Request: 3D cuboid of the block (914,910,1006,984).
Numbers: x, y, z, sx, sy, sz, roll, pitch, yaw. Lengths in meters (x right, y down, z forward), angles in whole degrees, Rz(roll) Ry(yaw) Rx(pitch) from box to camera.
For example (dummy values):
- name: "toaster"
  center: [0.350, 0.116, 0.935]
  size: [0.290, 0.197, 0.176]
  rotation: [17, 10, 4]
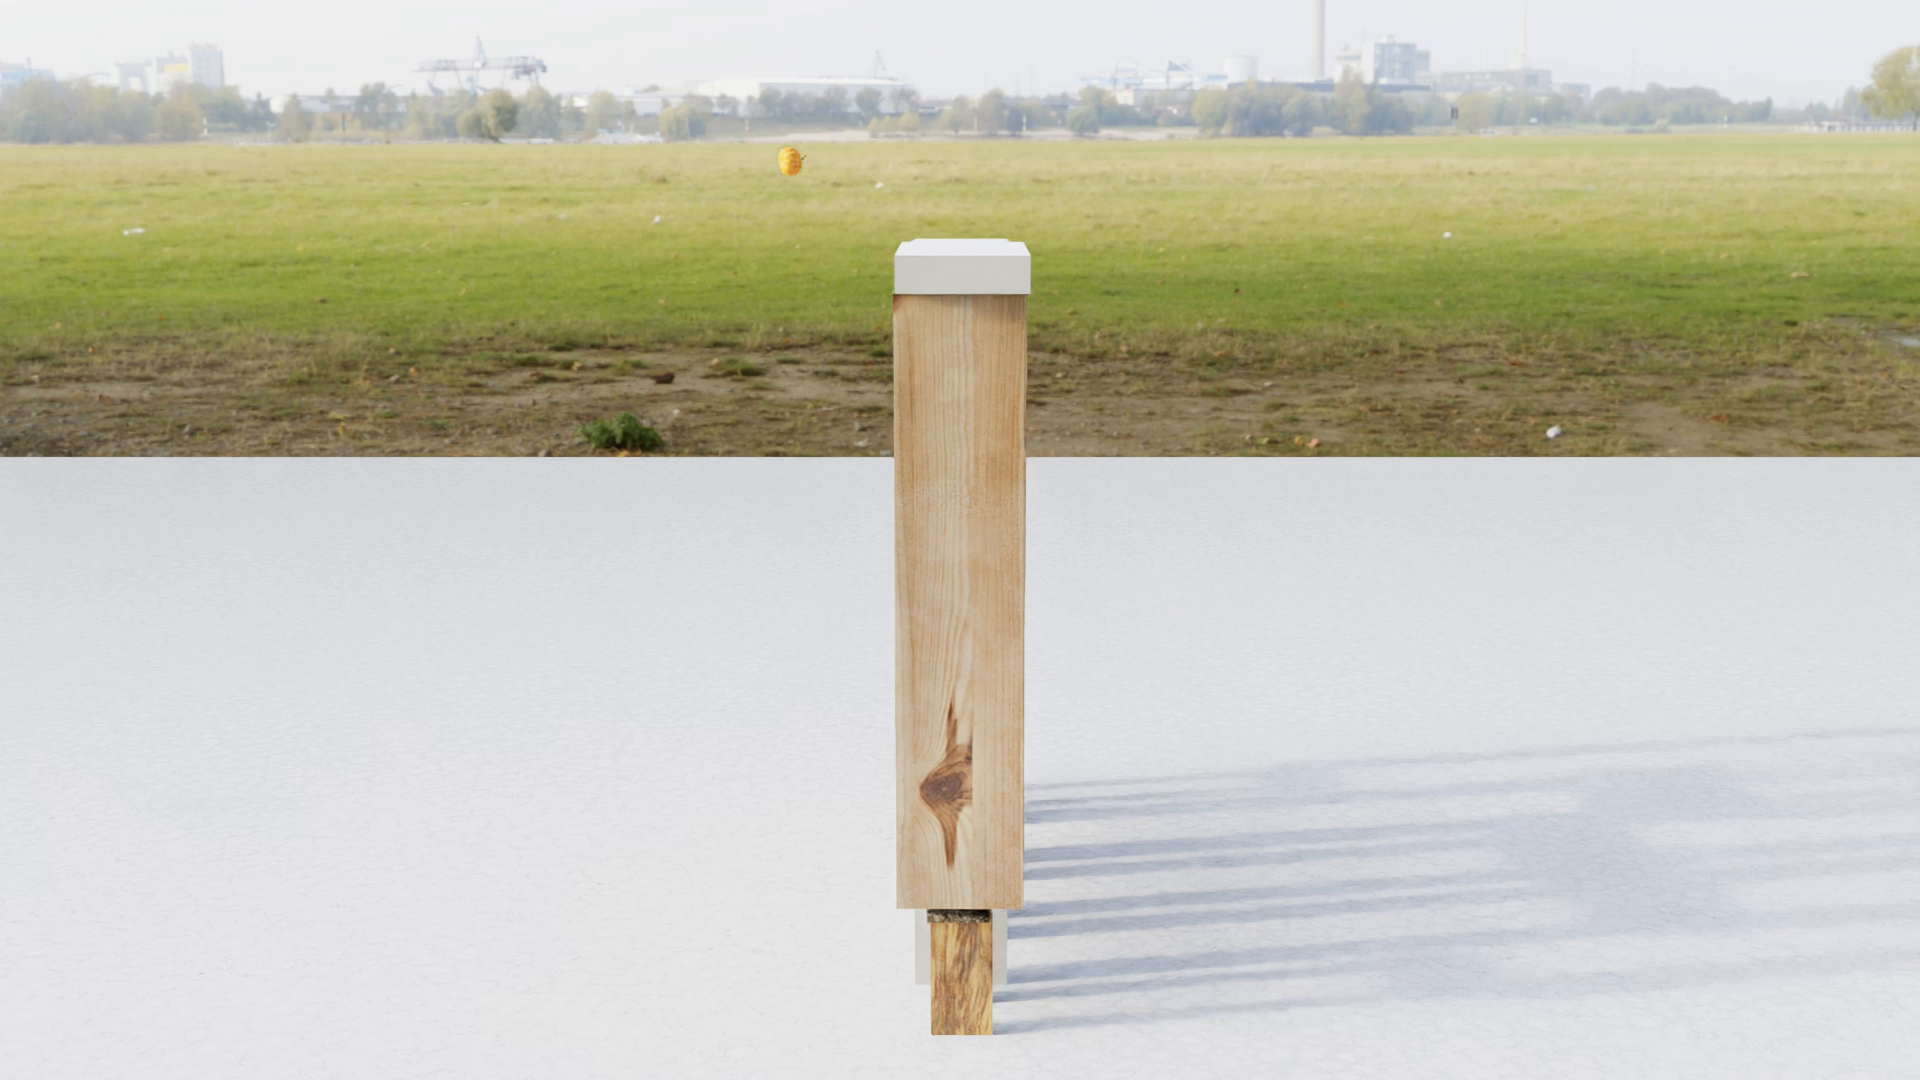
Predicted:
- name: "block"
  center: [0.001, 0.525, 3.272]
  size: [0.137, 0.274, 0.039]
  rotation: [0, 11, 0]

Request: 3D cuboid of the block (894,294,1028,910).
- name: "block"
  center: [0.000, 0.088, 2.974]
  size: [0.175, 0.846, 0.050]
  rotation: [0, 11, 0]

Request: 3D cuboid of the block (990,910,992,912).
- name: "block"
  center: [0.003, 0.589, 3.203]
  size: [0.086, 0.173, 0.024]
  rotation: [0, 11, 0]

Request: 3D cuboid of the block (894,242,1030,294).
- name: "block"
  center: [0.004, -0.374, 3.007]
  size: [0.175, 0.050, 0.350]
  rotation: [0, 11, 0]

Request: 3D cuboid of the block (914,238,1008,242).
- name: "block"
  center: [0.001, -0.471, 3.668]
  size: [0.162, 0.046, 0.323]
  rotation: [0, 11, 0]

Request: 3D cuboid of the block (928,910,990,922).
- name: "block"
  center: [-0.003, 0.502, 3.128]
  size: [0.086, 0.024, 0.173]
  rotation: [0, 11, -1]

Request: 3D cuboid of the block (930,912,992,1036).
- name: "block"
  center: [0.002, 0.610, 3.090]
  size: [0.086, 0.173, 0.024]
  rotation: [0, 10, 0]
